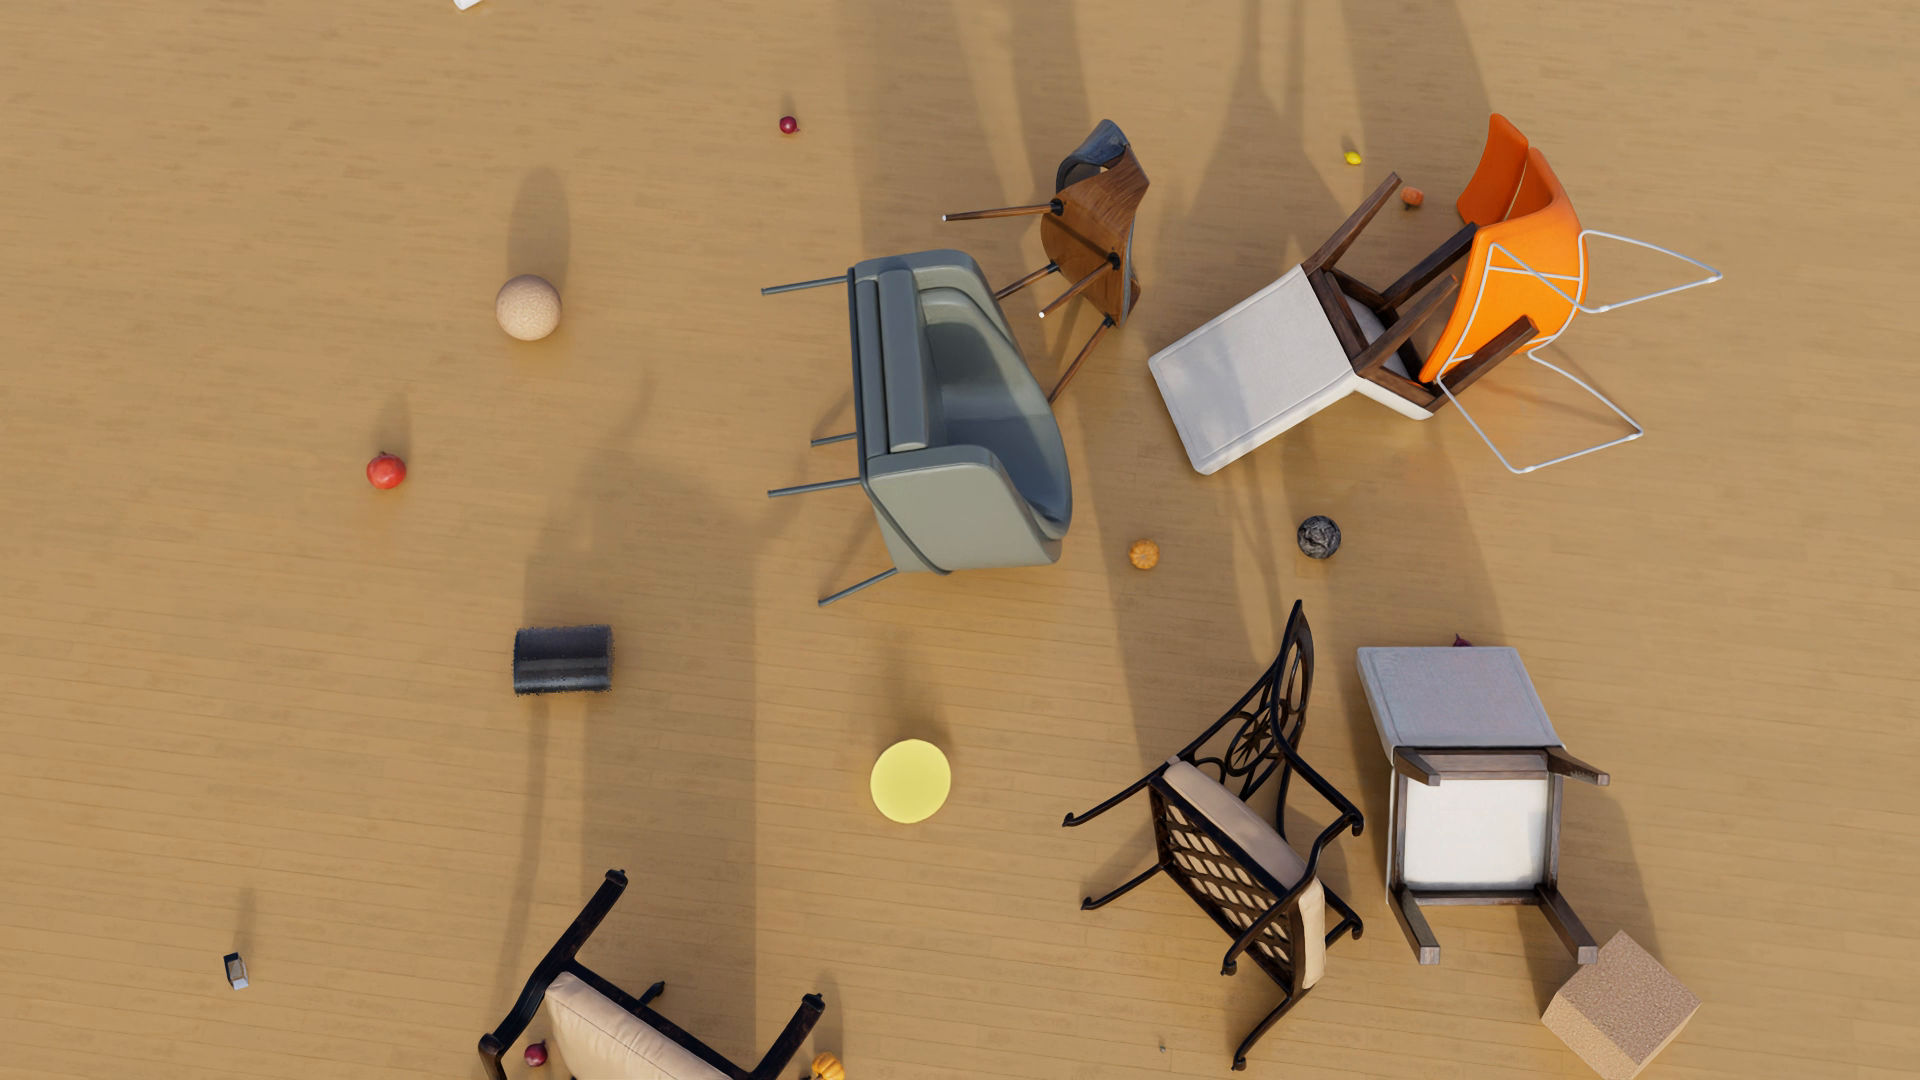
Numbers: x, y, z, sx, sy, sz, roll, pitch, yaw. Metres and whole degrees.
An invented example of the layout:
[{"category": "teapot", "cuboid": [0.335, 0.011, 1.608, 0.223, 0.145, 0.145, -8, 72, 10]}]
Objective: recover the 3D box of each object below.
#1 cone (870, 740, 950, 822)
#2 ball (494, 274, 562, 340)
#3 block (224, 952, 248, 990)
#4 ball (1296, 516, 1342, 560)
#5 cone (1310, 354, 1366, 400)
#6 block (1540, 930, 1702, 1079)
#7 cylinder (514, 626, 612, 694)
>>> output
[{"category": "cone", "cuboid": [-0.148, 0.660, 6.087, 0.223, 0.094, 0.233, 42, 81, -14]}, {"category": "ball", "cuboid": [-1.362, -0.734, 6.941, 0.209, 0.209, 0.209, 0, 56, 0]}, {"category": "block", "cuboid": [-1.901, 1.132, 5.774, 0.037, 0.067, 0.071, -17, 58, -11]}, {"category": "ball", "cuboid": [1.062, -0.008, 6.502, 0.129, 0.129, 0.129, 0, 56, 0]}, {"category": "cone", "cuboid": [1.149, -0.541, 6.901, 0.188, 0.127, 0.179, -16, 38, -7]}, {"category": "block", "cuboid": [1.695, 1.209, 5.646, 0.255, 0.194, 0.262, -36, 63, -22]}, {"category": "cylinder", "cuboid": [-1.131, 0.342, 6.275, 0.262, 0.116, 0.206, -3, 53, -2]}]
